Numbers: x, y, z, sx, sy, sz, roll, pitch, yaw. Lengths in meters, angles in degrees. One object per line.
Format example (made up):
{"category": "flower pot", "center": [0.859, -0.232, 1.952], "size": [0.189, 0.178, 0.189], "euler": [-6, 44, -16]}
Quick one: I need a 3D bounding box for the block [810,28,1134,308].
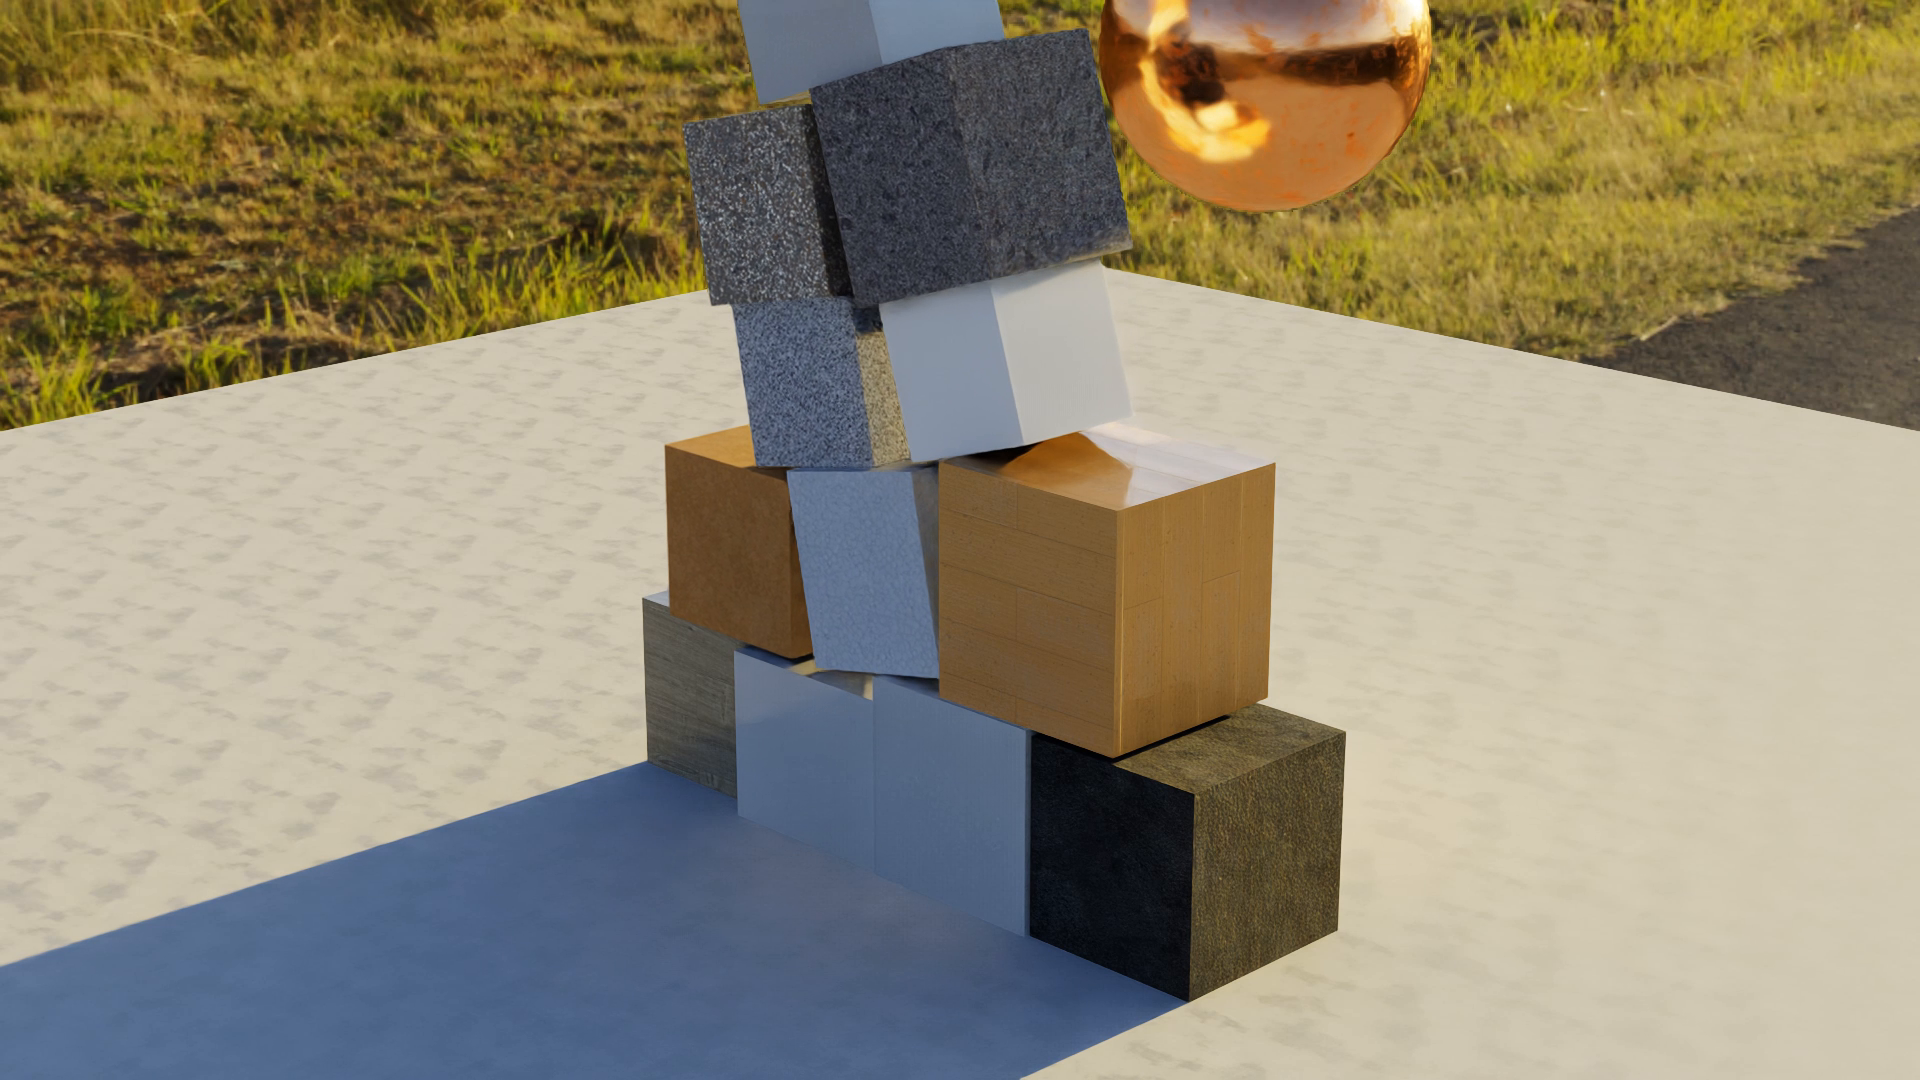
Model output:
{"category": "block", "center": [0.051, -1.620, 12.798], "size": [0.882, 0.977, 0.872], "euler": [-17, 7, -42]}

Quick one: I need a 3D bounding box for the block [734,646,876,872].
{"category": "block", "center": [-0.375, 0.920, 14.016], "size": [1.001, 0.840, 0.963], "euler": [-17, 24, -42]}

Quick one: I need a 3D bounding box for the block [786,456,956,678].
{"category": "block", "center": [-0.111, 0.050, 13.463], "size": [0.924, 0.928, 0.842], "euler": [-17, 13, -42]}

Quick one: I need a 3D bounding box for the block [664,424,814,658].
{"category": "block", "center": [-0.785, -0.043, 14.125], "size": [0.879, 0.858, 0.899], "euler": [-16, 24, -42]}

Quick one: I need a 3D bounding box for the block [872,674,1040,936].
{"category": "block", "center": [0.299, 1.068, 13.336], "size": [1.006, 0.966, 0.952], "euler": [-17, 24, -42]}

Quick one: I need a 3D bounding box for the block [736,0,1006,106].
{"category": "block", "center": [-0.416, -2.401, 13.030], "size": [0.763, 0.701, 0.842], "euler": [-17, 7, -42]}

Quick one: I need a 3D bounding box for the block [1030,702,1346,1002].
{"category": "block", "center": [0.983, 1.278, 12.719], "size": [0.999, 0.936, 0.917], "euler": [-17, 24, -42]}

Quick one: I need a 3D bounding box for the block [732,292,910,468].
{"category": "block", "center": [-0.438, -0.790, 13.550], "size": [0.788, 0.767, 0.819], "euler": [-16, 12, -43]}

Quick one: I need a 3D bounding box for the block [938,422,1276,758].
{"category": "block", "center": [0.632, 0.179, 12.755], "size": [1.016, 1.078, 1.032], "euler": [-17, 24, -42]}

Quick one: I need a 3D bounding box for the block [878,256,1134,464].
{"category": "block", "center": [0.202, -0.789, 12.853], "size": [0.694, 0.714, 0.713], "euler": [-17, 7, -42]}

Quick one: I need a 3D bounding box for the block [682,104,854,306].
{"category": "block", "center": [-0.621, -1.579, 13.484], "size": [0.856, 0.844, 0.832], "euler": [-16, 12, -42]}

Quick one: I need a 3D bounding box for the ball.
{"category": "ball", "center": [1.467, -2.385, 14.130], "size": [1.600, 1.600, 1.600], "euler": [0, 17, 0]}

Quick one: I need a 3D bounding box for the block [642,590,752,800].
{"category": "block", "center": [-1.013, 0.710, 14.624], "size": [0.760, 0.877, 0.828], "euler": [-17, 24, -42]}
